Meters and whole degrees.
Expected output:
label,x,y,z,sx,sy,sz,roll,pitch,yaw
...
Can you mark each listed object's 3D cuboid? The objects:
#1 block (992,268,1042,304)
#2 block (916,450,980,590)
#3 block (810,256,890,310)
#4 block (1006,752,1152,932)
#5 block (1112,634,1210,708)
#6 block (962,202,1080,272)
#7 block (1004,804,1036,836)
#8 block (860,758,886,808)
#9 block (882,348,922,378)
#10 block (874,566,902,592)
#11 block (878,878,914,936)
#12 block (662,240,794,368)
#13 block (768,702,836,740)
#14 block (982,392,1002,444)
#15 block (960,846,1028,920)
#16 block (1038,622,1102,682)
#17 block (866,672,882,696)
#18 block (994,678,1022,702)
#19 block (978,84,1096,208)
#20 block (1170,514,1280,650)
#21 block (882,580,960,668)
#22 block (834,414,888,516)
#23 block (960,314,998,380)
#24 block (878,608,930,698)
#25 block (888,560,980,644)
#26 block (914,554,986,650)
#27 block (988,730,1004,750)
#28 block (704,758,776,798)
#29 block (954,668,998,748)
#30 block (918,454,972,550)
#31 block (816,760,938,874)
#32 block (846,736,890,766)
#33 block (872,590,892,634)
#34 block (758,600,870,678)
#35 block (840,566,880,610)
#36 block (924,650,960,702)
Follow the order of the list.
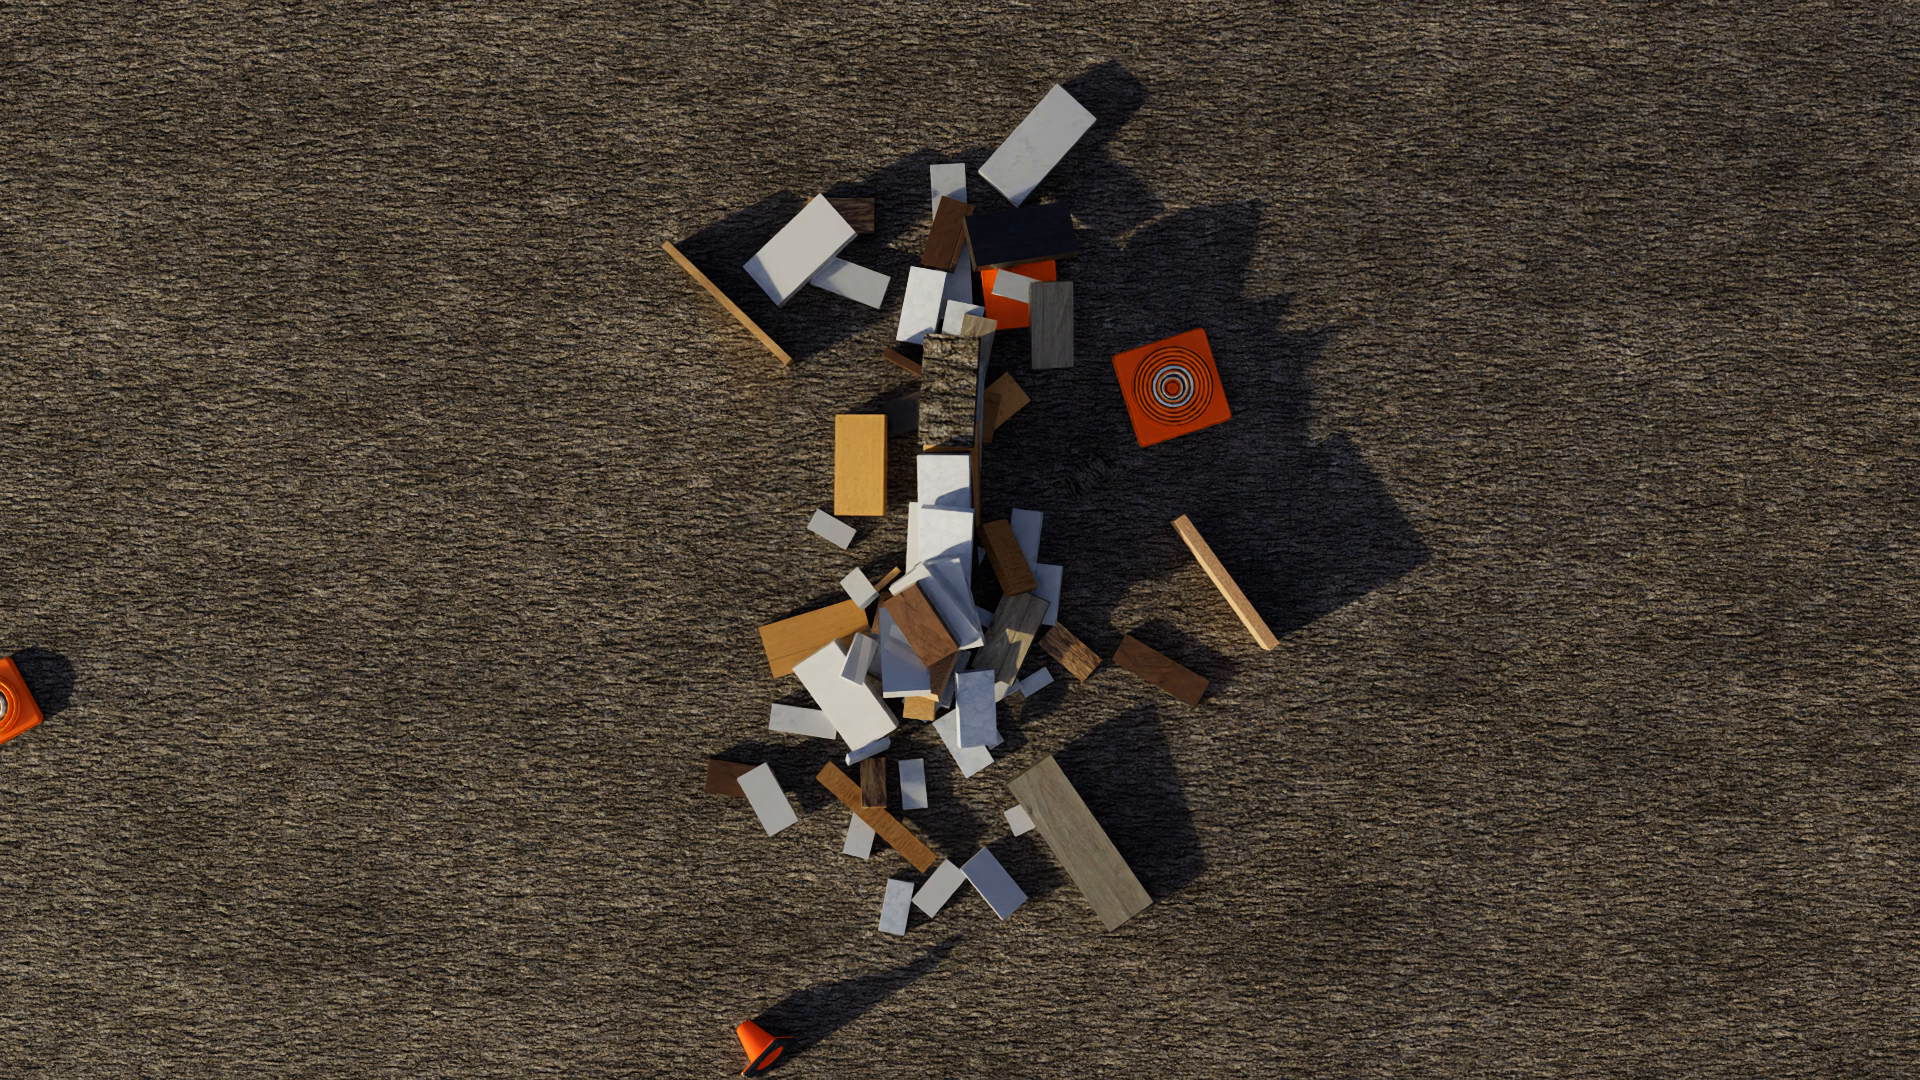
label,x,y,z,sx,sy,sz,roll,pitch,yaw
block,0.194,-0.832,5.441,0.164,0.023,0.082,16,89,-2
block,-0.038,-0.062,5.400,0.172,0.049,0.456,-2,106,10
block,-0.364,-0.862,5.484,0.244,0.031,0.111,20,90,0
block,0.396,0.999,5.456,0.176,0.050,0.600,-35,94,1
block,0.666,0.434,5.486,0.319,0.028,0.100,30,90,0
block,0.200,-0.999,5.426,0.353,0.050,0.176,-11,80,-12
block,0.246,0.905,5.487,0.182,0.026,0.091,-26,90,0
block,-0.287,0.803,5.455,0.082,0.023,0.164,0,69,-9
block,-0.161,-0.573,5.450,0.201,0.100,0.028,28,90,0
block,-0.261,0.147,5.460,0.158,0.079,0.022,-42,91,0
block,-0.212,1.218,5.488,0.088,0.025,0.176,11,90,0
block,-0.765,-0.778,5.451,0.563,0.099,0.028,44,90,0
block,-0.518,0.602,5.488,0.224,0.025,0.088,9,90,0
block,0.081,-0.408,5.453,0.082,0.023,0.164,12,90,0
block,0.112,1.139,5.471,0.110,0.031,0.221,-40,90,-14
block,0.365,0.371,5.486,0.198,0.028,0.099,41,90,0
block,-0.316,0.529,5.456,0.091,0.026,0.182,26,109,3
block,0.144,0.495,5.482,0.118,0.016,0.055,-30,79,5
block,0.257,-1.307,5.475,0.176,0.050,0.388,42,90,0
block,0.869,0.138,5.430,0.040,0.141,0.522,-36,90,0
block,-0.122,0.266,5.216,0.126,0.036,0.252,-30,100,16
block,-0.327,-0.247,5.460,0.166,0.047,0.332,1,90,11
block,0.046,-0.626,5.434,0.111,0.031,0.221,12,99,-2
block,-0.179,0.358,5.316,0.151,0.043,0.301,-3,60,-3
block,-0.082,0.218,5.236,0.141,0.040,0.282,-36,99,17
block,-0.033,0.206,5.269,0.151,0.043,0.301,-12,105,12
block,0.094,0.637,5.492,0.055,0.016,0.111,-33,90,0
block,-0.729,0.797,5.484,0.221,0.031,0.110,9,90,0
block,0.052,0.552,5.424,0.126,0.036,0.252,-5,100,-16
block,-0.048,-0.110,5.286,0.166,0.047,0.332,1,101,8
block,-0.277,0.917,5.465,0.477,0.021,0.074,42,90,0
block,-0.303,0.696,5.441,0.149,0.074,0.021,-21,70,-17
block,-0.235,0.244,5.436,0.082,0.023,0.164,10,49,3
block,-0.472,0.322,5.475,0.352,0.050,0.176,-17,90,0
block,-0.331,0.160,5.434,0.079,0.158,0.022,-42,132,0
block,-0.089,0.345,5.381,0.172,0.049,0.344,16,62,14
